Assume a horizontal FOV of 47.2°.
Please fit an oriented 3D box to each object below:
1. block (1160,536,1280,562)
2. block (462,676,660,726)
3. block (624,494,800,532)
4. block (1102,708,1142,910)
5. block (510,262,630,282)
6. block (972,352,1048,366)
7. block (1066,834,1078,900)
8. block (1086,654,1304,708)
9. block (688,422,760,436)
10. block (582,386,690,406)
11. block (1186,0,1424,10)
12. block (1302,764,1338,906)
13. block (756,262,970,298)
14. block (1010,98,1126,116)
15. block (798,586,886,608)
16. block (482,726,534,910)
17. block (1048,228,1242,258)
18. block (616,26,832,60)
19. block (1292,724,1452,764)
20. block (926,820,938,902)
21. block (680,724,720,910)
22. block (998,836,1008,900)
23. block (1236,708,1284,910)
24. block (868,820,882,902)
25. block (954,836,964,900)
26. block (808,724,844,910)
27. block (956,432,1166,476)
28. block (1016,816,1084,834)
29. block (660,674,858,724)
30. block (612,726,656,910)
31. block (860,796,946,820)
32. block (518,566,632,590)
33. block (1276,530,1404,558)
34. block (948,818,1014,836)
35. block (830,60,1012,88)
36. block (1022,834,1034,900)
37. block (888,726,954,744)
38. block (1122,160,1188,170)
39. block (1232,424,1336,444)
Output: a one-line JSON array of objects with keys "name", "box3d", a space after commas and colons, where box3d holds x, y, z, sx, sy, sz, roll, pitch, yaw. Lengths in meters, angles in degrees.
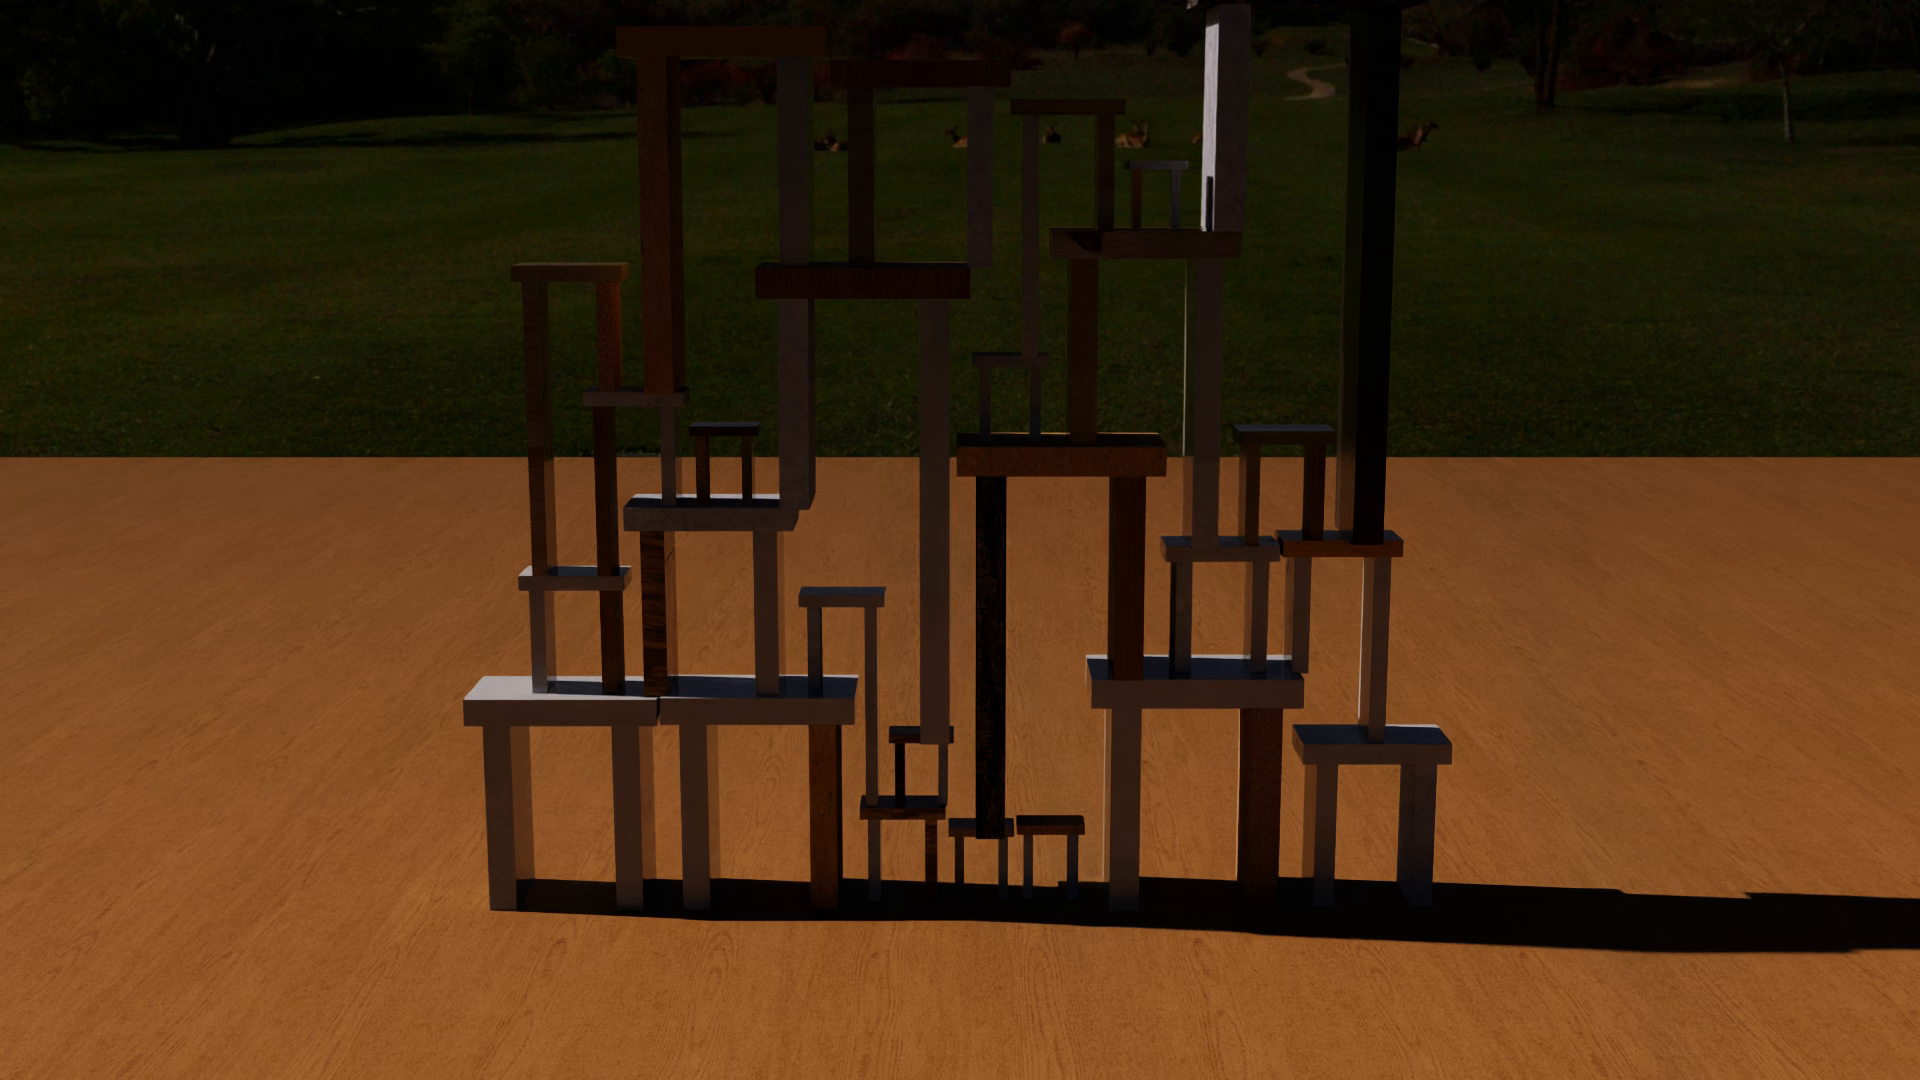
[{"name": "block", "box3d": [0.421, 0.014, 3.566, 0.184, 0.026, 0.092, 0, 11, -1]}, {"name": "block", "box3d": [-0.642, 0.264, 3.606, 0.311, 0.044, 0.155, 0, 11, 0]}, {"name": "block", "box3d": [-0.400, -0.045, 3.555, 0.269, 0.038, 0.135, 0, 11, 0]}, {"name": "block", "box3d": [0.267, 0.422, 3.640, 0.048, 0.340, 0.170, 0, 11, 0]}, {"name": "block", "box3d": [-0.616, -0.425, 3.482, 0.174, 0.025, 0.087, 0, 11, 0]}, {"name": "block", "box3d": [0.080, -0.288, 3.509, 0.120, 0.017, 0.060, 0, 11, 0]}, {"name": "block", "box3d": [0.187, 0.535, 3.659, 0.016, 0.112, 0.056, 0, 11, 0]}, {"name": "block", "box3d": [0.381, 0.231, 3.605, 0.340, 0.048, 0.170, 0, 11, 0]}, {"name": "block", "box3d": [-0.377, -0.178, 3.525, 0.110, 0.016, 0.055, 0, 11, 0]}, {"name": "block", "box3d": [-0.517, -0.230, 3.513, 0.159, 0.023, 0.080, 0, 11, 0]}, {"name": "block", "box3d": [0.530, -0.850, 3.406, 0.341, 0.048, 0.171, 0, 11, 0]}, {"name": "block", "box3d": [0.596, 0.471, 3.647, 0.034, 0.241, 0.121, 0, 11, 0]}, {"name": "block", "box3d": [-0.150, -0.412, 3.482, 0.332, 0.047, 0.166, 0, 11, 0]}, {"name": "block", "box3d": [0.168, -0.675, 3.432, 0.176, 0.025, 0.088, 0, 11, 0]}, {"name": "block", "box3d": [-0.191, 0.093, 3.582, 0.139, 0.020, 0.069, 0, 11, 1]}, {"name": "block", "box3d": [-0.745, 0.438, 3.638, 0.044, 0.311, 0.155, 0, 11, 0]}, {"name": "block", "box3d": [0.289, -0.470, 3.473, 0.292, 0.041, 0.146, 0, 11, -1]}, {"name": "block", "box3d": [-0.362, -0.773, 3.420, 0.319, 0.045, 0.160, 0, 11, 0]}, {"name": "block", "box3d": [0.676, 0.336, 3.622, 0.241, 0.034, 0.121, 0, 11, 0]}, {"name": "block", "box3d": [-0.047, 0.521, 3.654, 0.020, 0.140, 0.070, 0, 11, 0]}, {"name": "block", "box3d": [-0.430, 0.437, 3.640, 0.044, 0.312, 0.156, 0, 11, 0]}, {"name": "block", "box3d": [0.071, 0.537, 3.658, 0.015, 0.108, 0.054, 0, 11, 0]}, {"name": "block", "box3d": [0.494, 0.422, 3.640, 0.048, 0.340, 0.170, 0, 11, 0]}, {"name": "block", "box3d": [-0.141, 0.521, 3.654, 0.020, 0.140, 0.070, 0, 11, 0]}, {"name": "block", "box3d": [-0.001, 0.537, 3.658, 0.015, 0.108, 0.054, 0, 11, 0]}, {"name": "block", "box3d": [-0.221, 0.437, 3.640, 0.044, 0.312, 0.156, 0, 11, 0]}, {"name": "block", "box3d": [0.159, -0.138, 3.530, 0.329, 0.047, 0.165, 0, 11, 0]}, {"name": "block", "box3d": [0.150, 0.473, 3.647, 0.112, 0.016, 0.056, 0, 11, 0]}, {"name": "block", "box3d": [-0.326, 0.261, 3.607, 0.312, 0.044, 0.156, 0, 11, 0]}, {"name": "block", "box3d": [-0.538, 0.438, 3.638, 0.044, 0.311, 0.155, 0, 11, 0]}, {"name": "block", "box3d": [-0.094, 0.443, 3.639, 0.140, 0.020, 0.070, 0, 11, 0]}, {"name": "block", "box3d": [-0.624, 0.062, 3.574, 0.170, 0.024, 0.085, 0, 11, 0]}, {"name": "block", "box3d": [0.613, 0.005, 3.565, 0.192, 0.027, 0.096, 0, 10, 0]}, {"name": "block", "box3d": [0.035, 0.477, 3.647, 0.108, 0.015, 0.054, 0, 11, 0]}, {"name": "block", "box3d": [-0.060, -0.725, 3.426, 0.275, 0.039, 0.138, 0, 11, 0]}, {"name": "block", "box3d": [0.113, 0.535, 3.659, 0.016, 0.112, 0.056, 0, 11, 0]}, {"name": "block", "box3d": [-0.063, 0.320, 3.621, 0.106, 0.015, 0.053, 0, 11, 0]}, {"name": "block", "box3d": [0.306, -0.589, 3.451, 0.094, 0.013, 0.047, -1, 11, -8]}, {"name": "block", "box3d": [0.519, -0.169, 3.527, 0.154, 0.022, 0.077, 0, 11, -1]}]
